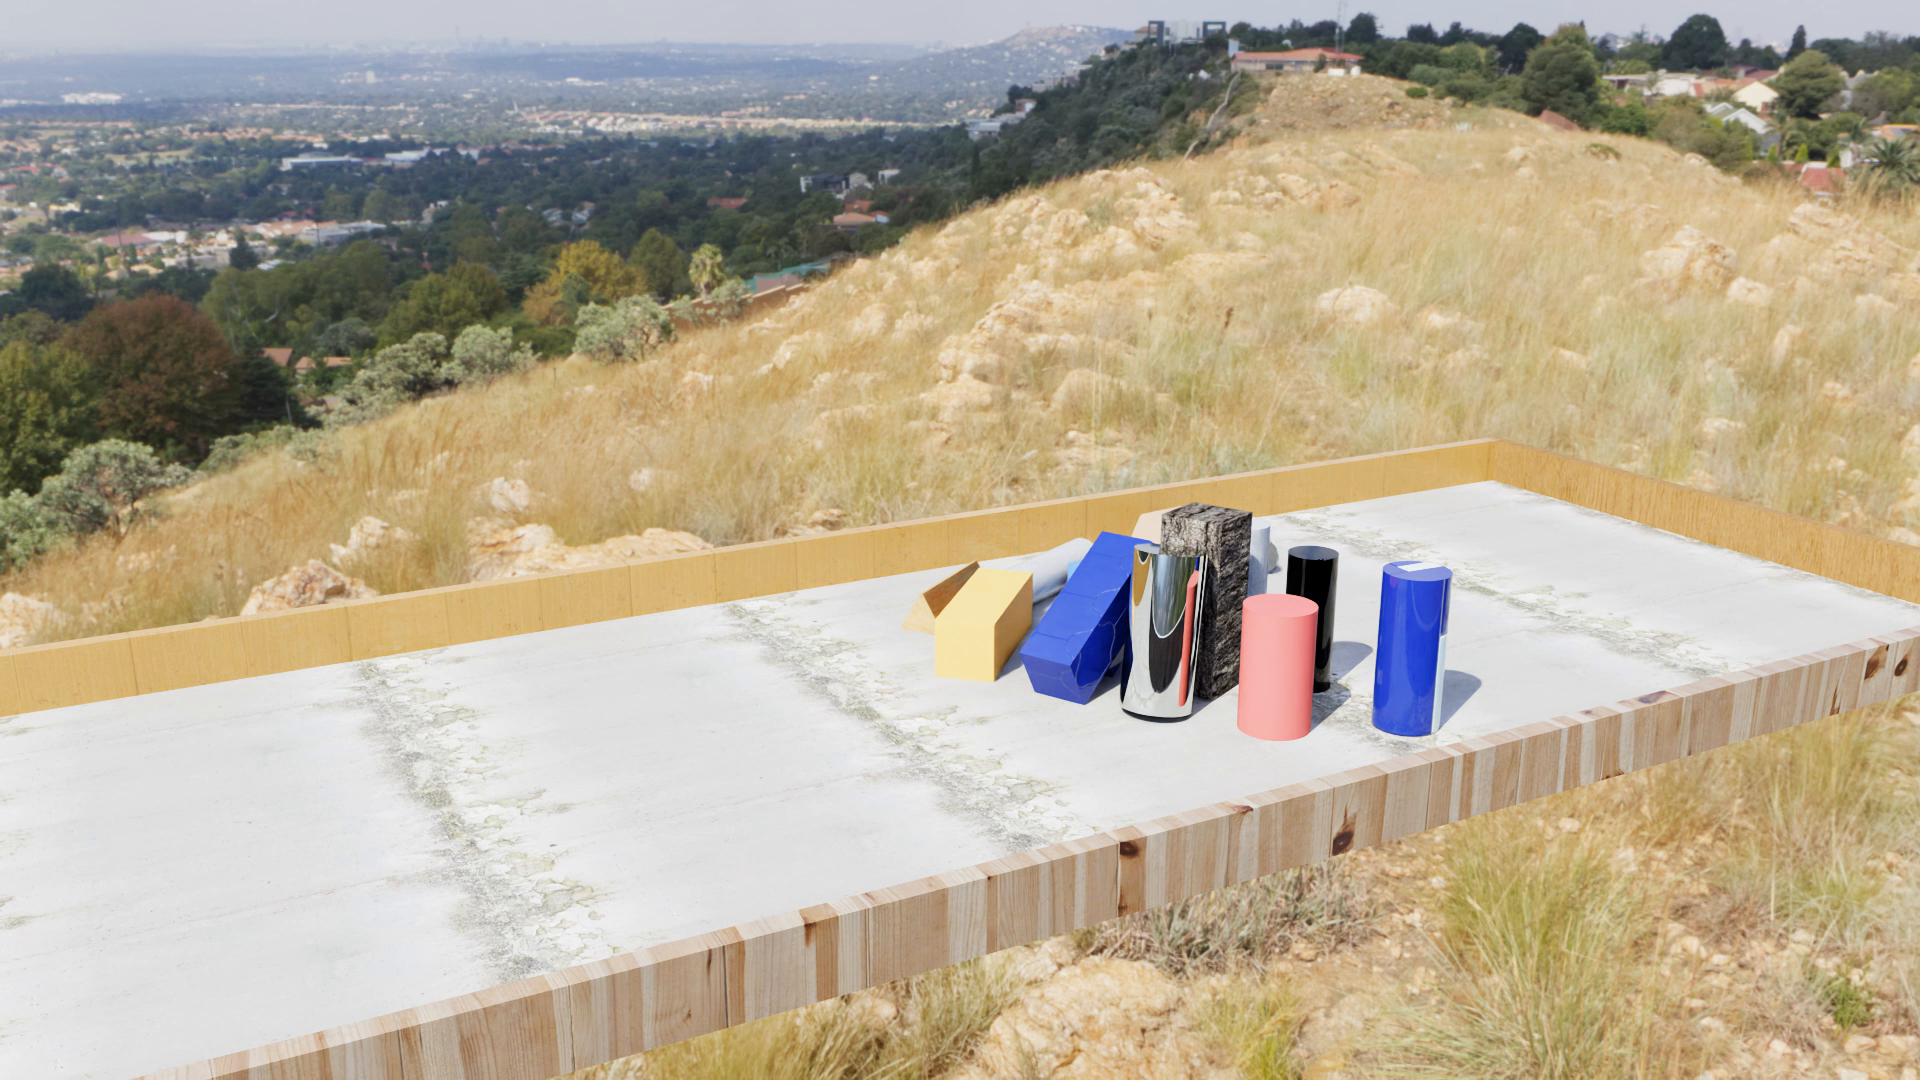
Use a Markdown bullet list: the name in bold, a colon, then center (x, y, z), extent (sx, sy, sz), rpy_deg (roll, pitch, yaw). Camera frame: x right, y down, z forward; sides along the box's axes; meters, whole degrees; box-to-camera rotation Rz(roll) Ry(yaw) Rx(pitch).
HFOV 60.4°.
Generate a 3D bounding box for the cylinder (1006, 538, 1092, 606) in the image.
- **cylinder**: center (0.237, 0.107, 4.769), extent (0.125, 0.125, 0.453), rpy_deg (11, 20, 33)

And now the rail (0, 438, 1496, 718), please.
- **rail**: center (-3.305, 0.497, 3.399), extent (12.000, 0.150, 0.050), rpy_deg (-9, 18, -27)

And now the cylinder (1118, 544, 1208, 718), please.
- **cylinder**: center (0.483, 0.212, 3.918), extent (0.176, 0.382, 0.176), rpy_deg (5, 9, -1)

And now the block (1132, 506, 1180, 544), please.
- **block**: center (0.536, 0.078, 4.550), extent (0.132, 0.132, 0.348), rpy_deg (-12, 34, 36)

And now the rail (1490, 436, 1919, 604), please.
- **rail**: center (2.466, -0.048, 5.253), extent (0.050, 0.150, 2.100), rpy_deg (-9, 18, -27)

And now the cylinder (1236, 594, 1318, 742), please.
- **cylinder**: center (0.734, 0.294, 3.823), extent (0.170, 0.301, 0.170), rpy_deg (0, 16, 0)

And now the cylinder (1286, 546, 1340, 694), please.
- **cylinder**: center (0.864, 0.196, 4.077), extent (0.123, 0.344, 0.123), rpy_deg (0, 16, 0)

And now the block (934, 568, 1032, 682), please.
- **block**: center (0.068, 0.217, 4.344), extent (0.153, 0.153, 0.450), rpy_deg (4, 17, 14)

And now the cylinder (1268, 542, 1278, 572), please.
- **cylinder**: center (0.878, 0.000, 5.156), extent (0.111, 0.111, 0.386), rpy_deg (-2, 17, -8)

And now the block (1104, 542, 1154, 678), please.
- **block**: center (0.424, 0.173, 4.268), extent (0.102, 0.102, 0.381), rpy_deg (11, 50, 33)

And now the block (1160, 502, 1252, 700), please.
- **block**: center (0.597, 0.148, 4.061), extent (0.162, 0.441, 0.162), rpy_deg (11, 18, 34)

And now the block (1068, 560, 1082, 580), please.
- **block**: center (0.505, 0.107, 4.773), extent (0.394, 0.123, 0.123), rpy_deg (-11, 20, -33)

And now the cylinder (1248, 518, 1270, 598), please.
- **cylinder**: center (0.735, 0.125, 4.303), extent (0.130, 0.353, 0.130), rpy_deg (0, 16, 0)

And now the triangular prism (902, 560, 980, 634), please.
- **triangular prism**: center (-0.030, 0.154, 4.625), extent (0.127, 0.110, 0.345), rpy_deg (7, 18, 25)

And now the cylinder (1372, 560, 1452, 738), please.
- **cylinder**: center (1.046, 0.252, 3.825), extent (0.156, 0.379, 0.156), rpy_deg (0, 16, 0)

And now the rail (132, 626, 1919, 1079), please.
- **rail**: center (-2.336, 1.006, 1.665), extent (12.000, 0.150, 0.050), rpy_deg (-9, 18, -27)

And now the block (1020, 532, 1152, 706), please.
- **block**: center (0.332, 0.189, 4.100), extent (0.145, 0.145, 0.433), rpy_deg (12, 50, 34)
